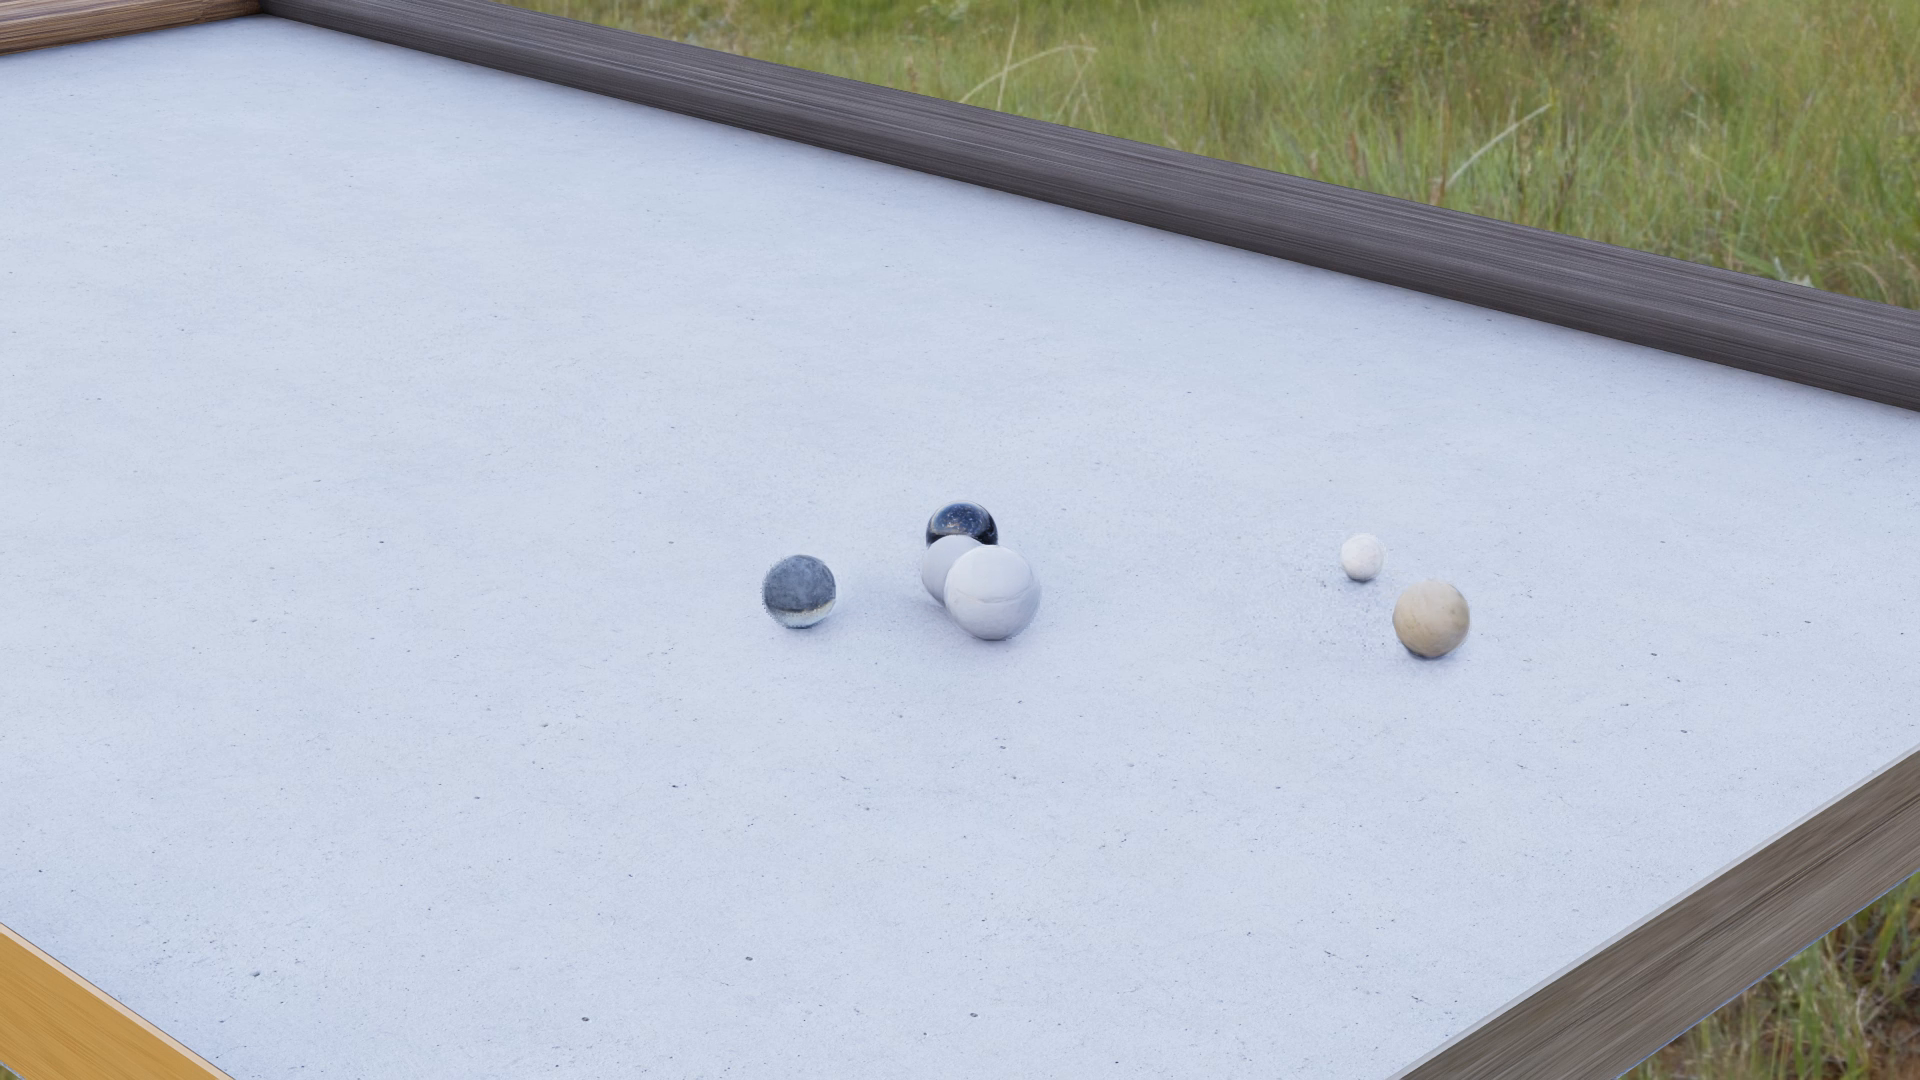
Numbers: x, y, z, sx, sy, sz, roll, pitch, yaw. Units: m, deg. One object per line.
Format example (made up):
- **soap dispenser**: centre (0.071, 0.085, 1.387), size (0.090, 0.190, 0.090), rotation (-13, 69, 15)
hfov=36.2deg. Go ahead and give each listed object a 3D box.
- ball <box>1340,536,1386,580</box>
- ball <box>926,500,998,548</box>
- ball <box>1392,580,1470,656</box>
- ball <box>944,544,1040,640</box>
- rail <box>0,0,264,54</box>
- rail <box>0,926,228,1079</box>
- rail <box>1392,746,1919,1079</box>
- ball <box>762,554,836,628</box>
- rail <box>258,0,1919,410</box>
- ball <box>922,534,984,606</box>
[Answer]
- **ball**: centre (0.360, 0.016, 2.629), size (0.041, 0.041, 0.041), rotation (0, 21, 0)
- **ball**: centre (0.002, -0.003, 2.644), size (0.066, 0.066, 0.066), rotation (0, 21, 0)
- **ball**: centre (0.396, 0.065, 2.467), size (0.065, 0.065, 0.065), rotation (0, 21, 0)
- **ball**: centre (0.027, 0.044, 2.500), size (0.081, 0.081, 0.081), rotation (0, 21, 0)
- **rail**: centre (-1.906, -0.692, 4.370), size (0.045, 0.106, 2.054), rotation (19, 28, 41)
- **rail**: centre (-1.342, 0.012, 2.547), size (3.585, 0.106, 0.045), rotation (19, 28, 41)
- **rail**: centre (0.624, 0.199, 2.063), size (0.045, 0.106, 2.054), rotation (19, 28, 41)
- **ball**: centre (-0.137, 0.044, 2.526), size (0.064, 0.064, 0.064), rotation (0, 21, 0)
- **rail**: centre (0.061, -0.505, 3.886), size (3.585, 0.106, 0.045), rotation (19, 28, 41)
- **ball**: centre (-0.002, 0.027, 2.570), size (0.064, 0.064, 0.064), rotation (0, 21, 0)
